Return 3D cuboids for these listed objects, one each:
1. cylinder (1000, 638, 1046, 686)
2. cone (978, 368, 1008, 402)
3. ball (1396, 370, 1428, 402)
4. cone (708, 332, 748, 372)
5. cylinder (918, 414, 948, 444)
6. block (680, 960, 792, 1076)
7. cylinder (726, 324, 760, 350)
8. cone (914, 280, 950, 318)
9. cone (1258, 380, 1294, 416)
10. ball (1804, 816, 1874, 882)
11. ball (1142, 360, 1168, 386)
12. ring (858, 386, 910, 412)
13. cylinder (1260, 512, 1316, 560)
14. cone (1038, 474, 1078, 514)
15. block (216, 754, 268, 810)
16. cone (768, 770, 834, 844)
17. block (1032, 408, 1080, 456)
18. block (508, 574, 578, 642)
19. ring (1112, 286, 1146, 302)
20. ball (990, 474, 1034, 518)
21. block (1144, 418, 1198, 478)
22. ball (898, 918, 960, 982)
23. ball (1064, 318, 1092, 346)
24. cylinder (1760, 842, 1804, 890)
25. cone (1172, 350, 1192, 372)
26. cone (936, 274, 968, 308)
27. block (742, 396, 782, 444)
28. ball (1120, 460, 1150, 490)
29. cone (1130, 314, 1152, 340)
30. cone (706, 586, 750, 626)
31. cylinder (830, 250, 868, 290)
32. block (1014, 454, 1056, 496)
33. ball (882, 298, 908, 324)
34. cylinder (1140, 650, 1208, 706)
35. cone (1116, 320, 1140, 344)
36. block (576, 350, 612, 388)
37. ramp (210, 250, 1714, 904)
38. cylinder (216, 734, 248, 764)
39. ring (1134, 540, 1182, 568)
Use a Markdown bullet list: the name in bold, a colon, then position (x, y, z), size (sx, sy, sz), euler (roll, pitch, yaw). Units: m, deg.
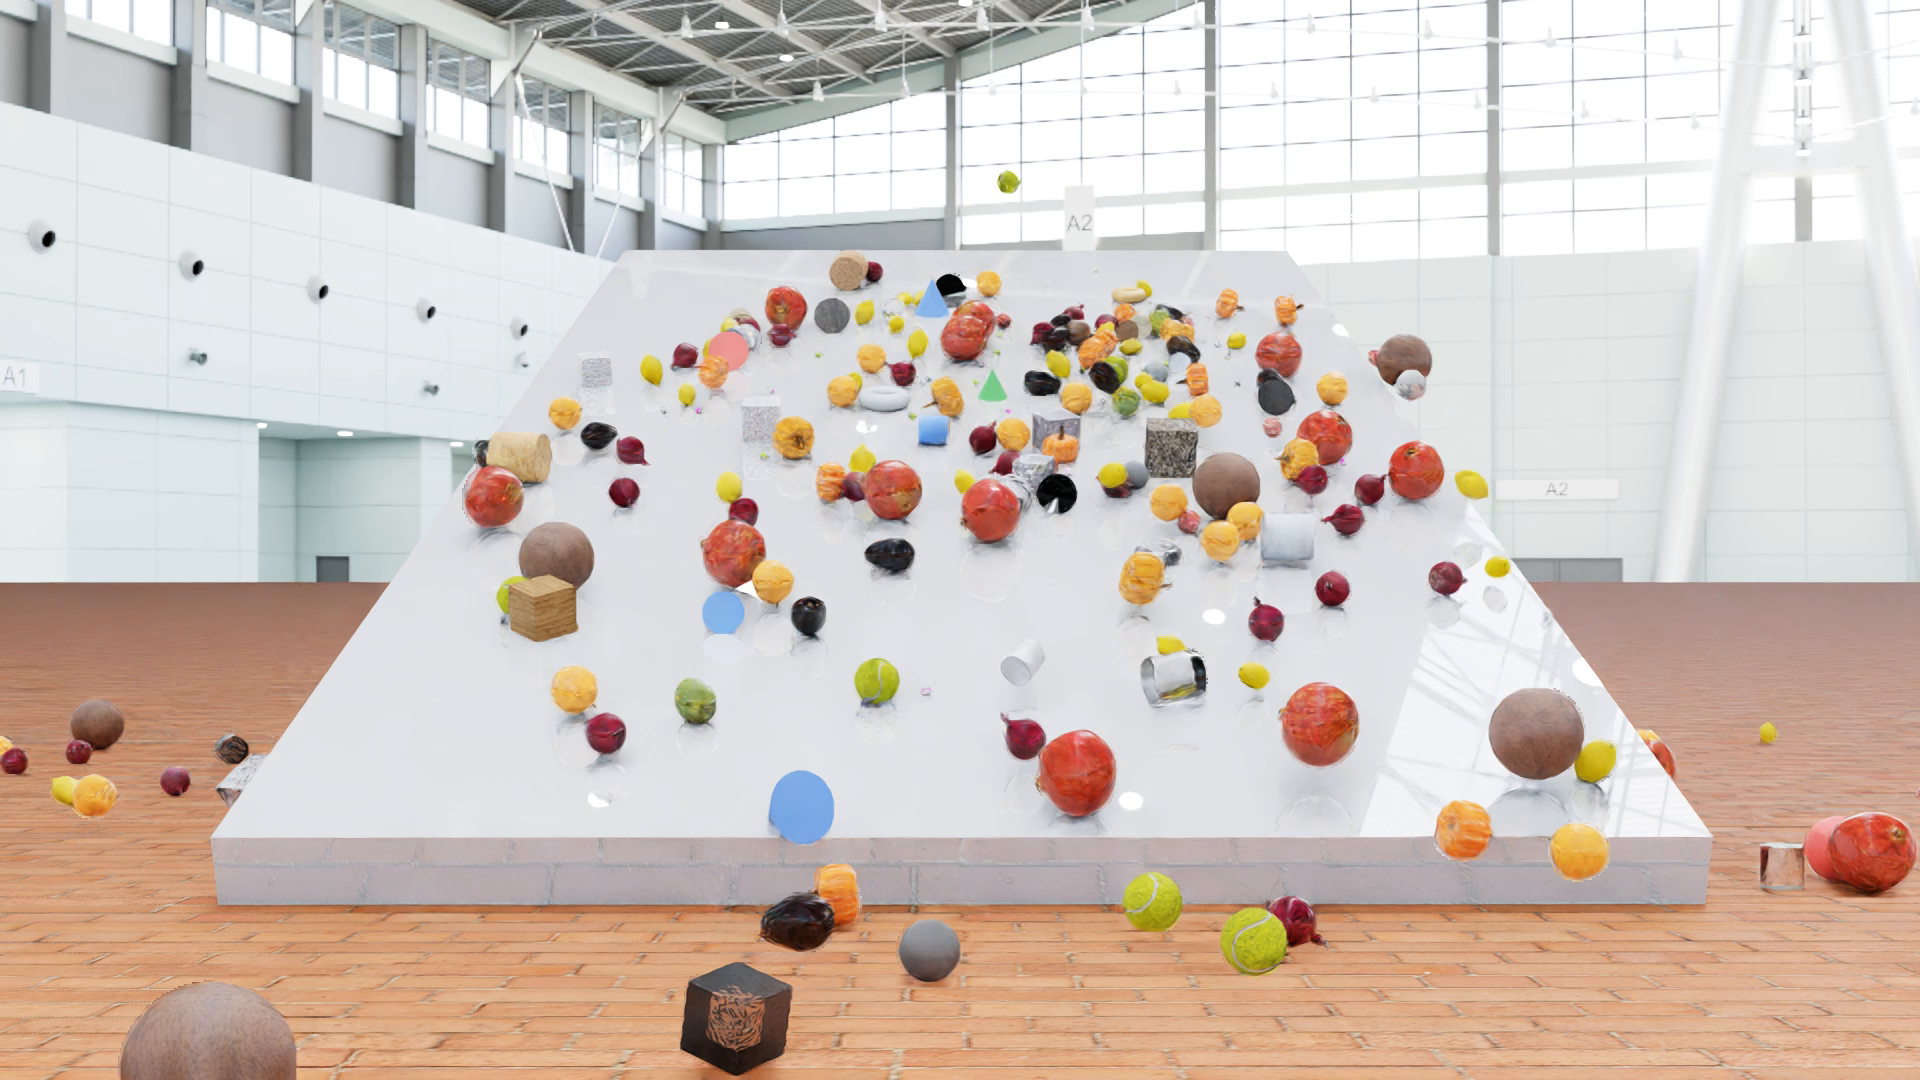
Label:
- **cylinder**: position (0.096, 0.187, 3.441), size (0.053, 0.053, 0.053), euler (-1, 28, 31)
- **cone**: position (0.075, -0.359, 5.130), size (0.070, 0.070, 0.070), euler (0, 19, 0)
- **ball**: position (1.037, -0.355, 5.159), size (0.072, 0.072, 0.072), euler (0, -1, 0)
- **cone**: position (-0.559, -0.446, 5.428), size (0.098, 0.098, 0.098), euler (0, -8, -4)
- **cylinder**: position (-0.057, -0.235, 4.769), size (0.060, 0.060, 0.060), euler (2, -1, 0)
- **block**: position (-0.201, 0.430, 2.019), size (0.067, 0.067, 0.067), euler (17, 16, 32)
- **cylinder**: position (-0.541, -0.496, 5.540), size (0.067, 0.067, 0.067), euler (-1, 16, 29)
- **cone**: position (-0.073, -0.648, 5.950), size (0.096, 0.096, 0.096), euler (0, 19, 0)
- **cone**: position (0.700, -0.312, 5.045), size (0.082, 0.082, 0.082), euler (0, -8, -5)
- **ball**: position (1.270, 0.447, 3.243), size (0.095, 0.095, 0.095), euler (0, -1, 0)
- **ball**: position (0.457, -0.389, 5.237), size (0.060, 0.060, 0.060), euler (0, -1, 0)
- **ring**: position (-0.171, -0.318, 5.059), size (0.116, 0.039, 0.116), euler (1, 18, 0)
- **cylinder**: position (0.587, -0.006, 4.028), size (0.085, 0.085, 0.085), euler (1, -1, -2)
- **cone**: position (0.189, -0.083, 4.362), size (0.078, 0.078, 0.078), euler (0, -8, 3)
- **block**: position (-1.209, 0.439, 3.896), size (0.094, 0.094, 0.094), euler (-1, 34, 34)
- **cone**: position (-0.235, 0.363, 3.013), size (0.098, 0.098, 0.098), euler (1, -12, -34)
- **block**: position (0.204, -0.228, 4.734), size (0.074, 0.074, 0.074), euler (-8, 20, -23)
- **block**: position (-0.689, 0.113, 3.704), size (0.080, 0.080, 0.080), euler (-16, 24, -40)
- **ring**: position (0.459, -0.668, 6.117), size (0.095, 0.032, 0.095), euler (1, 18, 0)
- **ball**: position (0.098, -0.083, 4.283), size (0.084, 0.084, 0.084), euler (0, -1, 0)
- **block**: position (0.430, -0.188, 4.577), size (0.099, 0.099, 0.099), euler (1, 19, 2)
- **ball**: position (-0.033, 0.447, 2.448), size (0.068, 0.068, 0.068), euler (0, -1, 0)
- **ball**: position (0.293, -0.517, 5.604), size (0.070, 0.070, 0.070), euler (0, -1, 0)
- **cylinder**: position (1.167, 0.463, 3.188), size (0.059, 0.059, 0.059), euler (0, -1, 0)
- **cone**: position (0.524, -0.417, 5.376), size (0.054, 0.054, 0.054), euler (0, -26, -13)
- **cone**: position (-0.043, -0.661, 6.074), size (0.095, 0.095, 0.095), euler (0, -10, -22)
- **block**: position (-0.425, -0.257, 4.808), size (0.081, 0.081, 0.081), euler (-1, 19, -2)
- **ball**: position (0.347, -0.128, 4.453), size (0.058, 0.058, 0.058), euler (0, -1, 0)
- **cone**: position (0.456, -0.536, 5.724), size (0.064, 0.064, 0.064), euler (0, -8, 2)
- **cone**: position (-0.389, 0.125, 3.743), size (0.071, 0.071, 0.071), euler (0, -27, -10)
- **cylinder**: position (-0.310, -0.752, 6.263), size (0.095, 0.095, 0.095), euler (0, 19, 7)
- **block**: position (0.147, -0.129, 4.451), size (0.065, 0.065, 0.065), euler (7, 20, 20)
- **ball**: position (-0.171, -0.594, 5.837), size (0.067, 0.067, 0.067), euler (0, -1, 0)
- **cylinder**: position (0.325, 0.210, 3.414), size (0.077, 0.077, 0.077), euler (-9, 2, -17)
- **cone**: position (0.433, -0.514, 5.661), size (0.064, 0.064, 0.064), euler (0, -10, 25)
- **block**: position (-0.855, -0.399, 5.249), size (0.069, 0.069, 0.069), euler (-6, 19, -18)
- **ramp**: position (-0.004, -0.192, 4.900), size (2.000, 0.100, 4.000), euler (0, 19, 0)
- **cylinder**: position (-1.672, 0.481, 5.153), size (0.065, 0.065, 0.065), euler (0, -1, -26)
- **ring**: position (0.357, 0.025, 4.050), size (0.088, 0.029, 0.088), euler (0, 20, 0)
